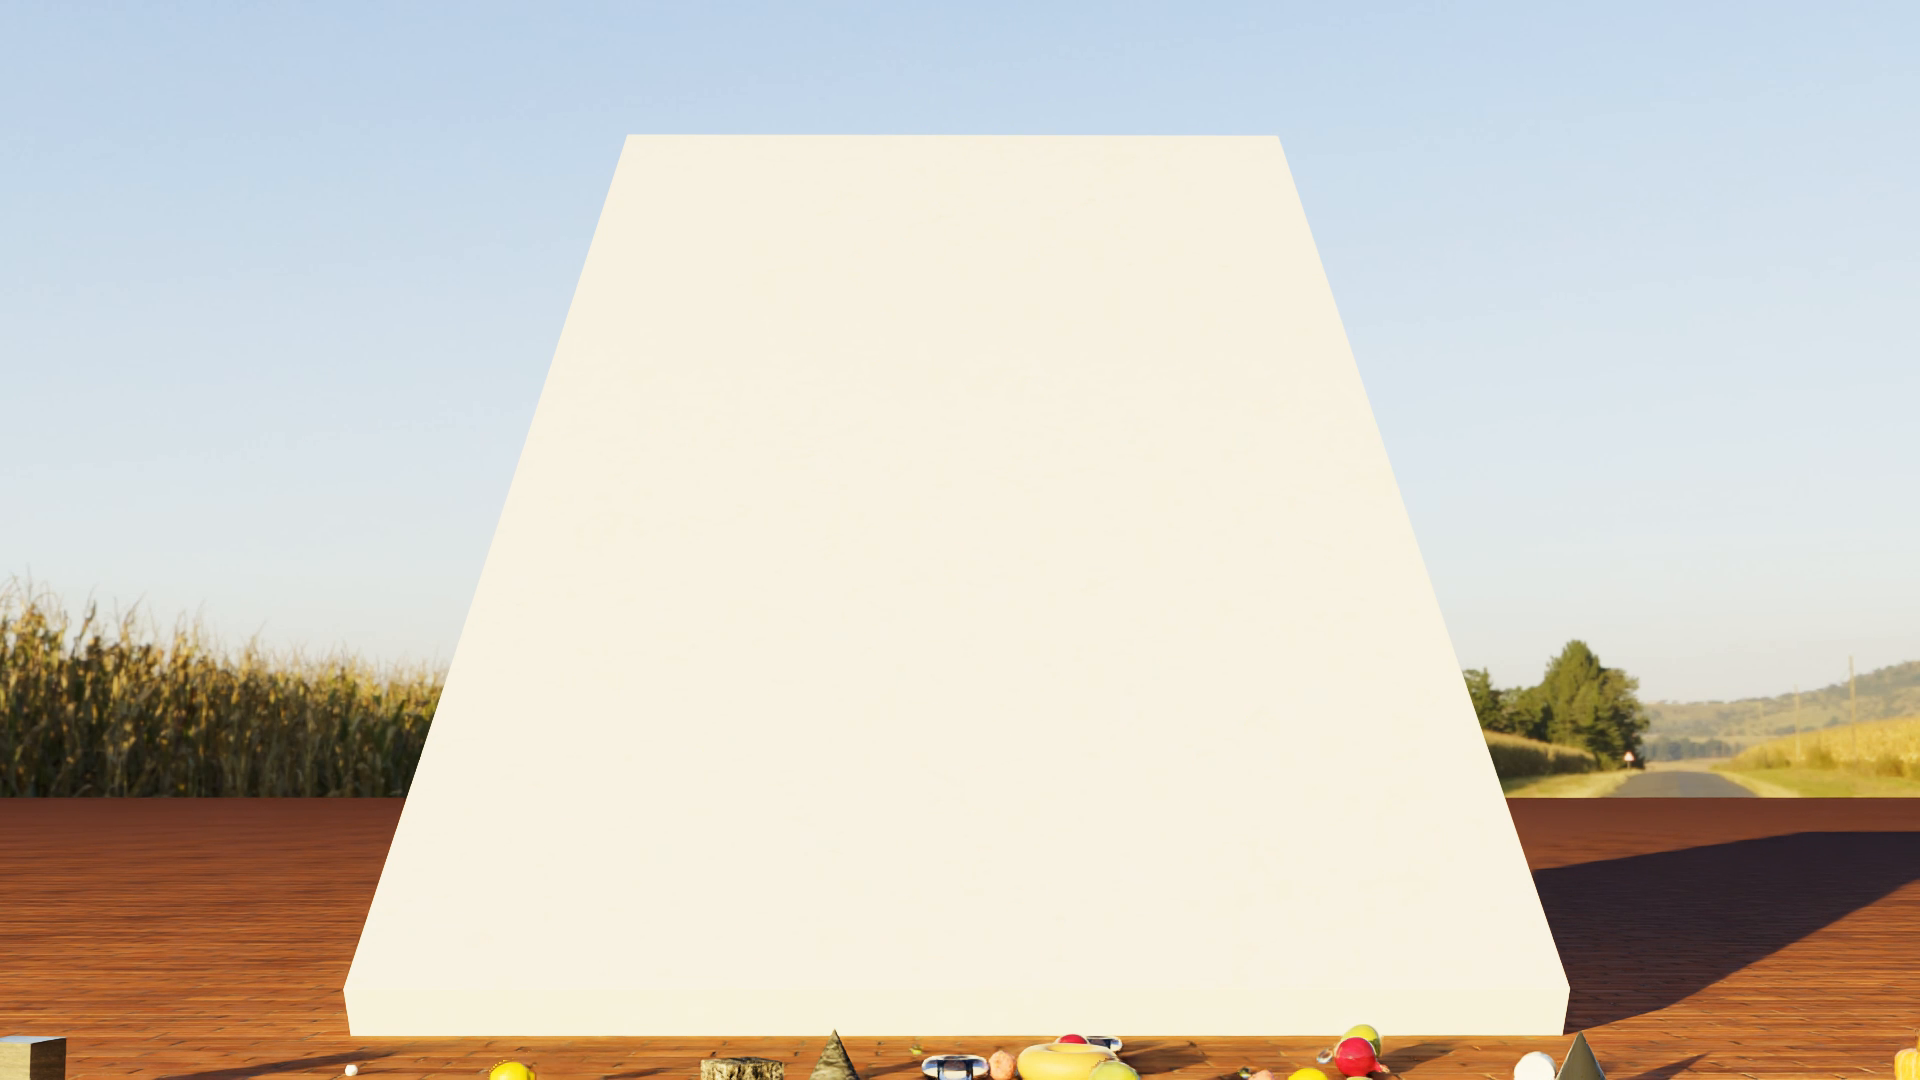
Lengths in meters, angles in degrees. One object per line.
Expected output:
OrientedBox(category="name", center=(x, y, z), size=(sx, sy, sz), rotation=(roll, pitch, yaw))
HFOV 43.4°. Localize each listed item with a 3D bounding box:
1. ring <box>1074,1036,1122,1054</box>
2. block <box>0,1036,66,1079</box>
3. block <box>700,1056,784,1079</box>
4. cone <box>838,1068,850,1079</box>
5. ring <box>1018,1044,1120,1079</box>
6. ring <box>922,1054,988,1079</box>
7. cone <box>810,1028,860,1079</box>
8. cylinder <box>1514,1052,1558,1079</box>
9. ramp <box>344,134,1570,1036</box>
OrientedBox(category="ring", center=(0.212, 0.779, 3.716), size=(0.077, 0.026, 0.077), rotation=(1, -7, 0))
OrientedBox(category="block", center=(-1.221, 0.690, 3.131), size=(0.081, 0.081, 0.081), rotation=(-1, -6, 12))
OrientedBox(category="block", center=(-0.266, 0.674, 2.942), size=(0.074, 0.074, 0.074), rotation=(4, -7, -34))
OrientedBox(category="cone", center=(-0.148, 0.708, 3.012), size=(0.098, 0.098, 0.098), rotation=(6, -11, 1))
OrientedBox(category="ring", center=(0.151, 0.730, 3.352), size=(0.142, 0.047, 0.142), rotation=(1, -5, 0))
OrientedBox(category="ring", center=(-0.007, 0.741, 3.378), size=(0.095, 0.032, 0.095), rotation=(-1, -7, 0))
OrientedBox(category="cone", center=(-0.176, 0.720, 3.378), size=(0.072, 0.072, 0.072), rotation=(0, -6, 0))
OrientedBox(category="cylinder", center=(0.771, 0.714, 3.225), size=(0.052, 0.052, 0.052), rotation=(-2, -8, 18))
OrientedBox(category="ramp", center=(-0.013, -0.213, 5.694), size=(2.000, 0.100, 4.000), rotation=(0, 30, 0))
